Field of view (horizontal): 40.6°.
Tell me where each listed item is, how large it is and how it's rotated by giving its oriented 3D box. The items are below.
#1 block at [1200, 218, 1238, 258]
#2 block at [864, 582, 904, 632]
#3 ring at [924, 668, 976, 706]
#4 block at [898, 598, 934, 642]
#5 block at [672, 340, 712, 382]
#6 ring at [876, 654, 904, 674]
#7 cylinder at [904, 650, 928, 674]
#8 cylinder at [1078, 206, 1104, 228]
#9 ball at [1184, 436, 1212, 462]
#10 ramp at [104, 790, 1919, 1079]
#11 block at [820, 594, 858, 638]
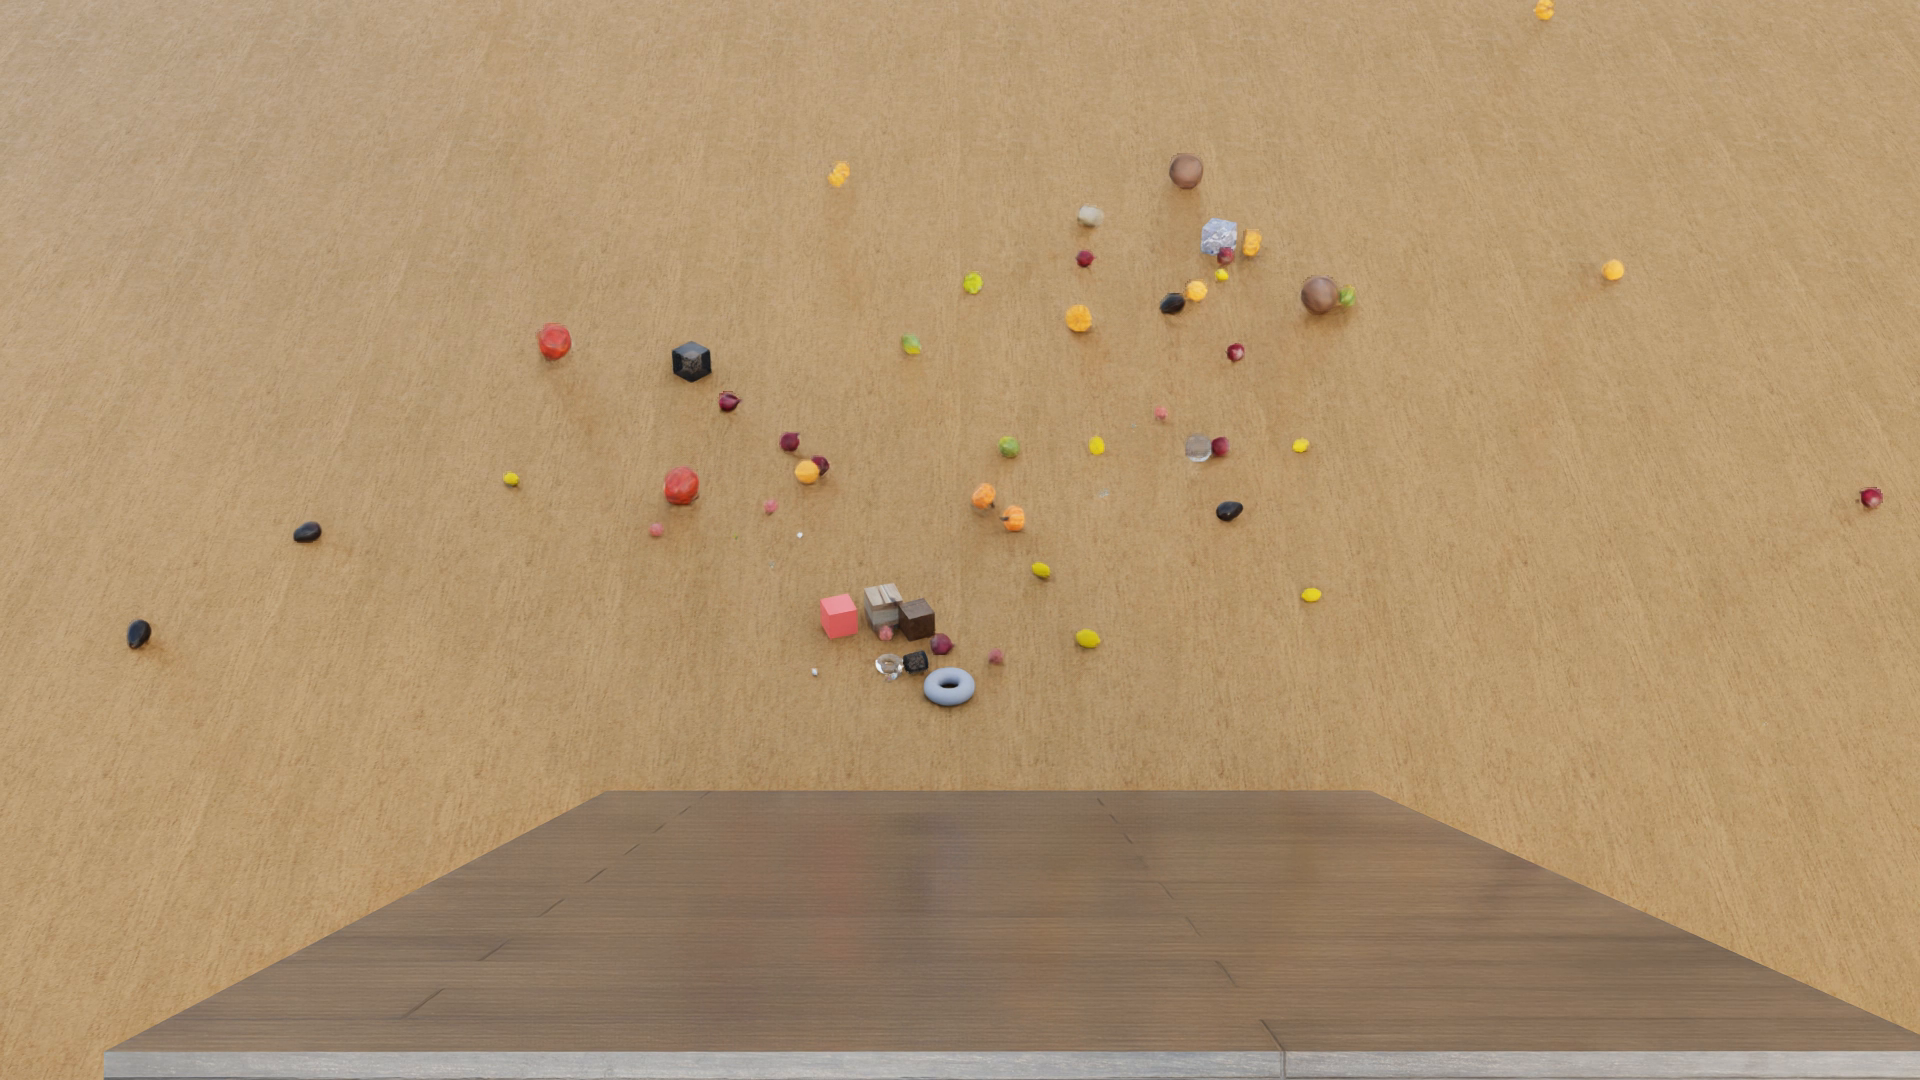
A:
[{"bbox_3d":[0.942,-1.100,9.445,0.098,0.098,0.098,16,37,23],"label":"block"},{"bbox_3d":[-0.222,0.195,7.544,0.091,0.091,0.091,-10,36,-15],"label":"block"},{"bbox_3d":[-0.030,0.410,7.266,0.146,0.049,0.146,-1,35,1],"label":"ring"},{"bbox_3d":[-0.125,0.231,7.500,0.080,0.080,0.080,-14,37,-20],"label":"block"},{"bbox_3d":[-0.901,-0.599,8.714,0.090,0.090,0.090,27,43,34],"label":"block"},{"bbox_3d":[-0.200,0.351,7.371,0.080,0.027,0.080,1,35,0],"label":"ring"},{"bbox_3d":[-0.125,0.346,7.353,0.055,0.055,0.055,-14,37,-20],"label":"cylinder"},{"bbox_3d":[0.483,-1.197,9.609,0.069,0.069,0.069,18,38,24],"label":"cylinder"},{"bbox_3d":[0.759,-0.291,8.264,0.086,0.086,0.086,0,34,0],"label":"ball"},{"bbox_3d":[0.076,0.654,4.799,2.000,0.100,4.000,0,-1,0],"label":"ramp"},{"bbox_3d":[-0.350,0.221,7.511,0.085,0.085,0.085,-12,36,-17],"label":"block"}]
